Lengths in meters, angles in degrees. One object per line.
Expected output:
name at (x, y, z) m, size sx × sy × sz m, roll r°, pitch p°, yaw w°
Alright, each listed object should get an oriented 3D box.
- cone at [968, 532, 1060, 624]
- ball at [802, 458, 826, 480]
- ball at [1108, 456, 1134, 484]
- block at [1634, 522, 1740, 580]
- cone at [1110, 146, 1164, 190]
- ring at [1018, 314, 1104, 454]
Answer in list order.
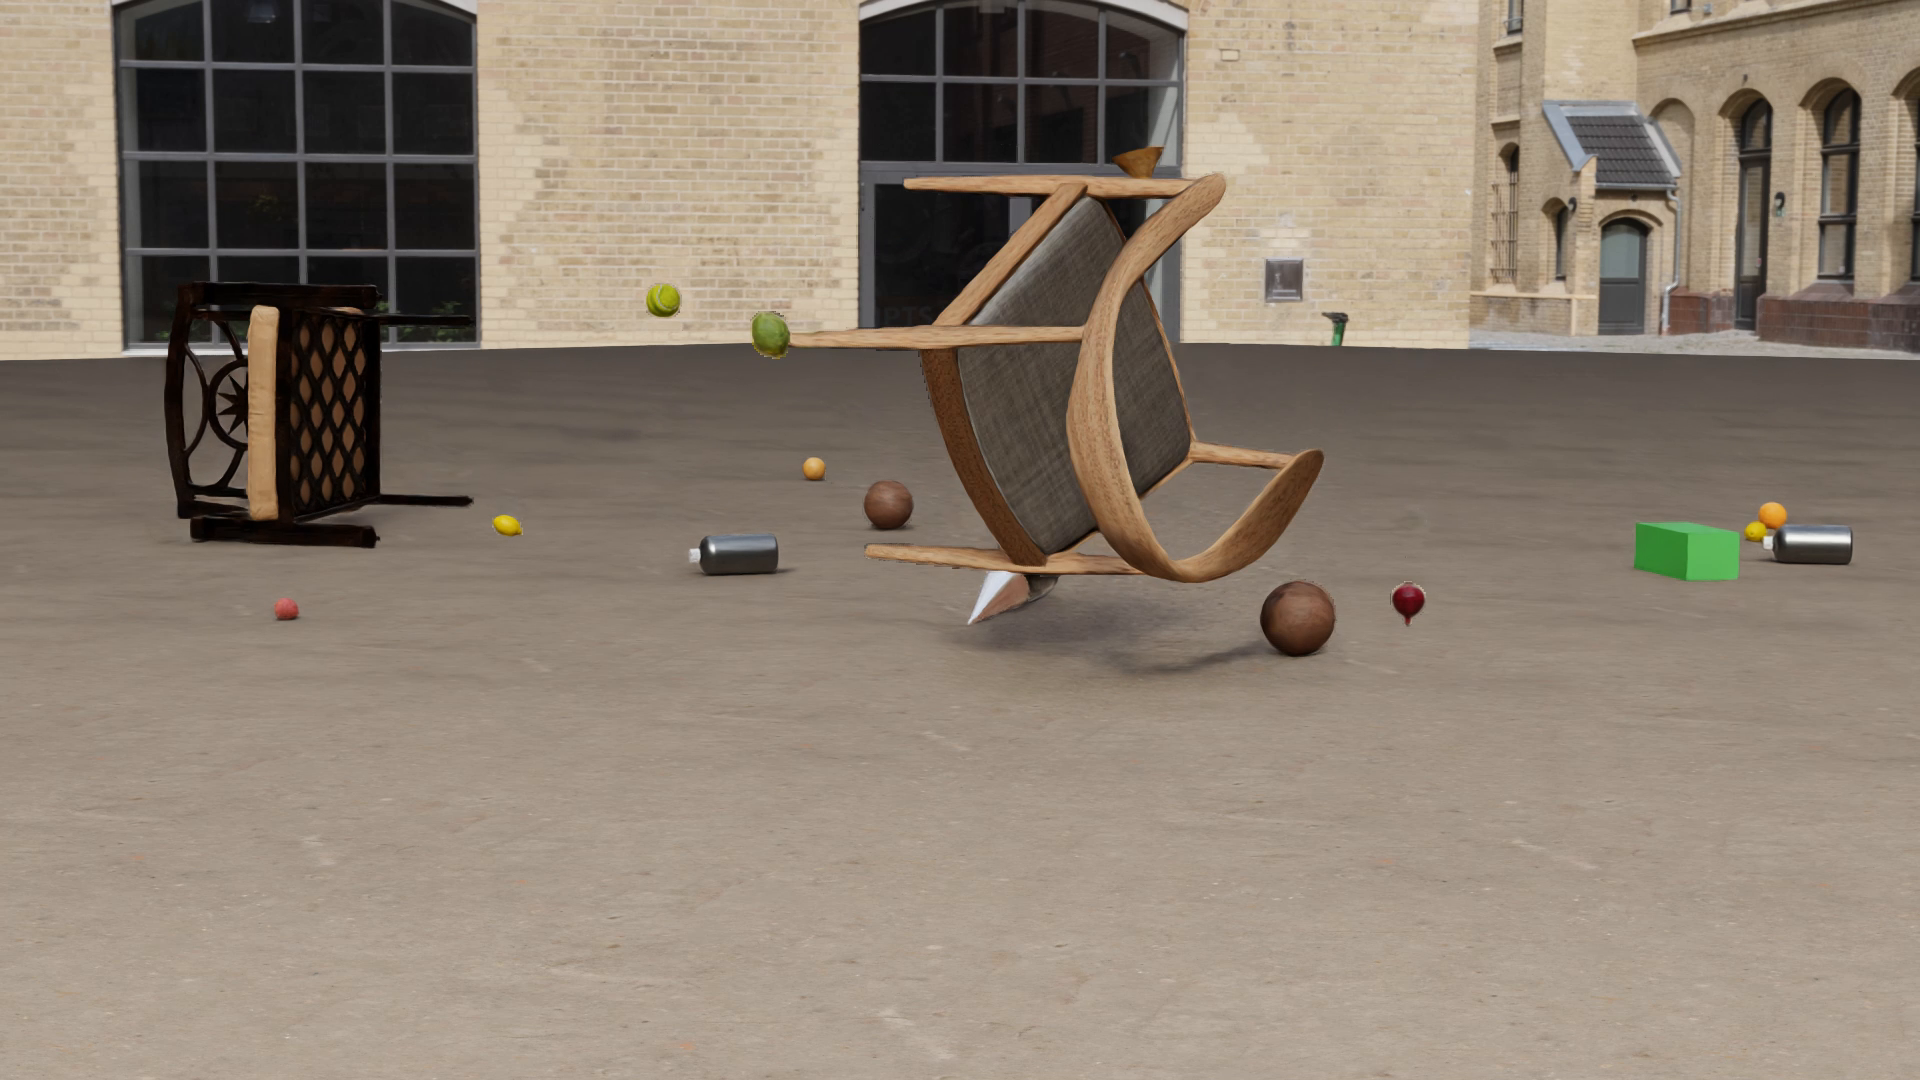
cone at (0.073, 0.108, 5.002) m, size 0.162 × 0.138 × 0.345 m, roll -43°, pitch -1°, yaw 27°
ball at (-0.470, -0.230, 8.272) m, size 0.076 × 0.076 × 0.076 m, roll 0°, pitch 6°, yaw 0°
ball at (0.508, -0.218, 8.102) m, size 0.088 × 0.088 × 0.088 m, roll 0°, pitch 6°, yaw 0°
block at (1.608, 0.024, 5.682) m, size 0.121 × 0.102 × 0.249 m, roll -1°, pitch 6°, yaw -11°
cone at (0.311, -0.632, 4.399) m, size 0.095 × 0.065 × 0.093 m, roll -11°, pitch 2°, yaw 39°
ring at (0.368, -0.562, 9.292) m, size 0.291 × 0.535 × 0.178 m, roll -25°, pitch 19°, yaw -29°
